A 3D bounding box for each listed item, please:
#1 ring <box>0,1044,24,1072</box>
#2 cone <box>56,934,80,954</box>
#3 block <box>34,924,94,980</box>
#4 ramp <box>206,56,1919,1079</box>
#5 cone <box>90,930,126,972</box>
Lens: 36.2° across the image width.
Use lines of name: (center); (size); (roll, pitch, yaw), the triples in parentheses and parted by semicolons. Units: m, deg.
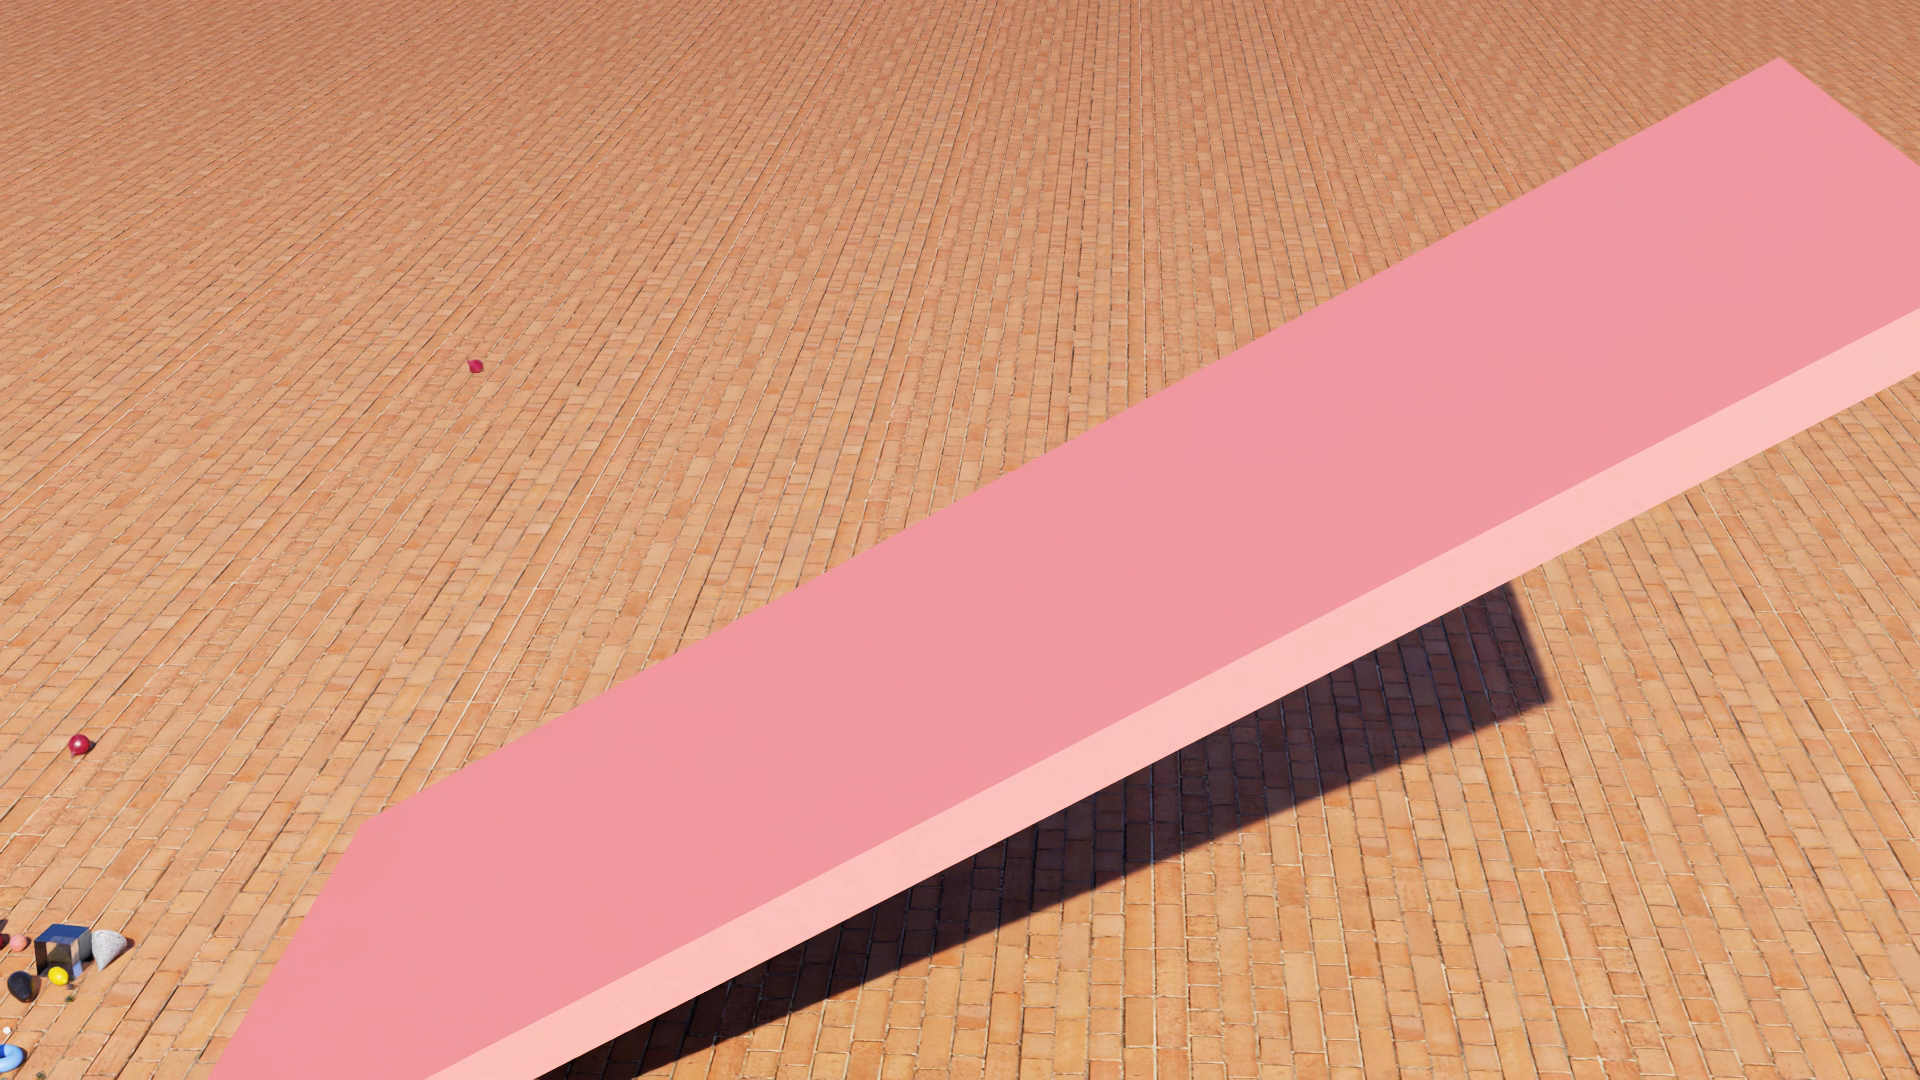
ring: (-2.147, 1.161, 6.584); (0.097, 0.032, 0.097); (0, 20, 0)
cone: (-2.145, 0.990, 7.105); (0.054, 0.054, 0.054); (28, 21, -1)
block: (-2.139, 0.982, 7.017); (0.095, 0.095, 0.095); (4, 19, 11)
ramp: (0.142, 0.168, 6.285); (4.000, 0.100, 2.000); (-28, 15, 12)
cone: (-2.053, 0.999, 7.050); (0.092, 0.092, 0.092); (0, 45, 0)
